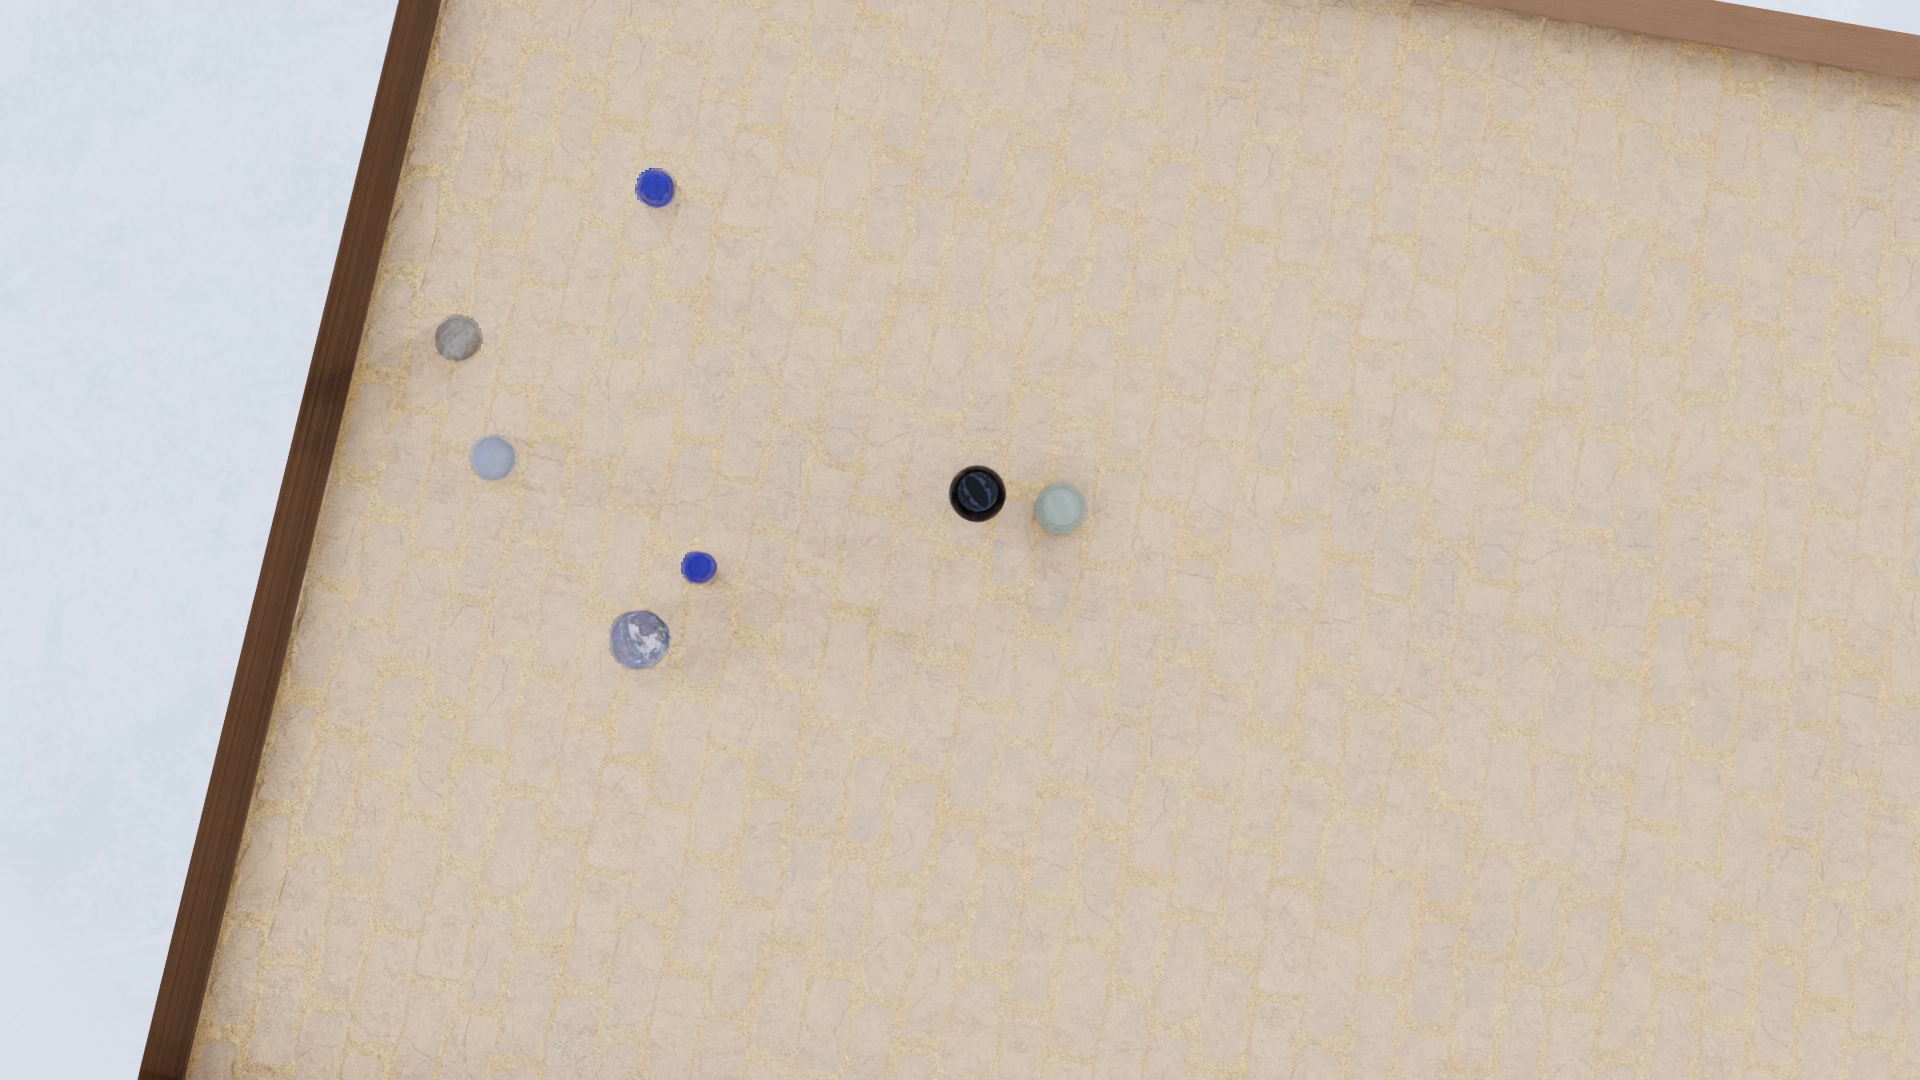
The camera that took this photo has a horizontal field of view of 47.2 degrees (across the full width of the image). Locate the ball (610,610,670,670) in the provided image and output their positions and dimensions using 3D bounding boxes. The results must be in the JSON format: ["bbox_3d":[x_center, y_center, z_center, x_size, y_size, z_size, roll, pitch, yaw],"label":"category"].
[{"bbox_3d":[-0.472,0.147,3.249,0.087,0.087,0.087,0,80,0],"label":"ball"}]

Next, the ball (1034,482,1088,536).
[{"bbox_3d":[0.151,-0.047,3.287,0.080,0.080,0.080,0,80,0],"label":"ball"}]

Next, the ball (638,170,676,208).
[{"bbox_3d":[-0.467,-0.540,3.387,0.057,0.057,0.057,0,80,0],"label":"ball"}]

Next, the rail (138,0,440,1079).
[{"bbox_3d":[-0.951,-0.176,3.293,0.045,0.113,2.033,10,80,2],"label":"rail"}]

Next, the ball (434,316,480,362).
[{"bbox_3d":[-0.763,-0.305,3.340,0.068,0.068,0.068,0,80,0],"label":"ball"}]

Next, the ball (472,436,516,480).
[{"bbox_3d":[-0.701,-0.123,3.309,0.065,0.065,0.065,0,80,0],"label":"ball"}]

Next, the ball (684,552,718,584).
[{"bbox_3d":[-0.388,0.041,3.287,0.050,0.050,0.050,0,80,0],"label":"ball"}]

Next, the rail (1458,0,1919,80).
[{"bbox_3d":[1.153,-0.789,3.402,3.961,0.113,0.045,10,80,2],"label":"rail"}]

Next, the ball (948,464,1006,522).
[{"bbox_3d":[0.026,-0.069,3.288,0.086,0.086,0.086,0,80,0],"label":"ball"}]
